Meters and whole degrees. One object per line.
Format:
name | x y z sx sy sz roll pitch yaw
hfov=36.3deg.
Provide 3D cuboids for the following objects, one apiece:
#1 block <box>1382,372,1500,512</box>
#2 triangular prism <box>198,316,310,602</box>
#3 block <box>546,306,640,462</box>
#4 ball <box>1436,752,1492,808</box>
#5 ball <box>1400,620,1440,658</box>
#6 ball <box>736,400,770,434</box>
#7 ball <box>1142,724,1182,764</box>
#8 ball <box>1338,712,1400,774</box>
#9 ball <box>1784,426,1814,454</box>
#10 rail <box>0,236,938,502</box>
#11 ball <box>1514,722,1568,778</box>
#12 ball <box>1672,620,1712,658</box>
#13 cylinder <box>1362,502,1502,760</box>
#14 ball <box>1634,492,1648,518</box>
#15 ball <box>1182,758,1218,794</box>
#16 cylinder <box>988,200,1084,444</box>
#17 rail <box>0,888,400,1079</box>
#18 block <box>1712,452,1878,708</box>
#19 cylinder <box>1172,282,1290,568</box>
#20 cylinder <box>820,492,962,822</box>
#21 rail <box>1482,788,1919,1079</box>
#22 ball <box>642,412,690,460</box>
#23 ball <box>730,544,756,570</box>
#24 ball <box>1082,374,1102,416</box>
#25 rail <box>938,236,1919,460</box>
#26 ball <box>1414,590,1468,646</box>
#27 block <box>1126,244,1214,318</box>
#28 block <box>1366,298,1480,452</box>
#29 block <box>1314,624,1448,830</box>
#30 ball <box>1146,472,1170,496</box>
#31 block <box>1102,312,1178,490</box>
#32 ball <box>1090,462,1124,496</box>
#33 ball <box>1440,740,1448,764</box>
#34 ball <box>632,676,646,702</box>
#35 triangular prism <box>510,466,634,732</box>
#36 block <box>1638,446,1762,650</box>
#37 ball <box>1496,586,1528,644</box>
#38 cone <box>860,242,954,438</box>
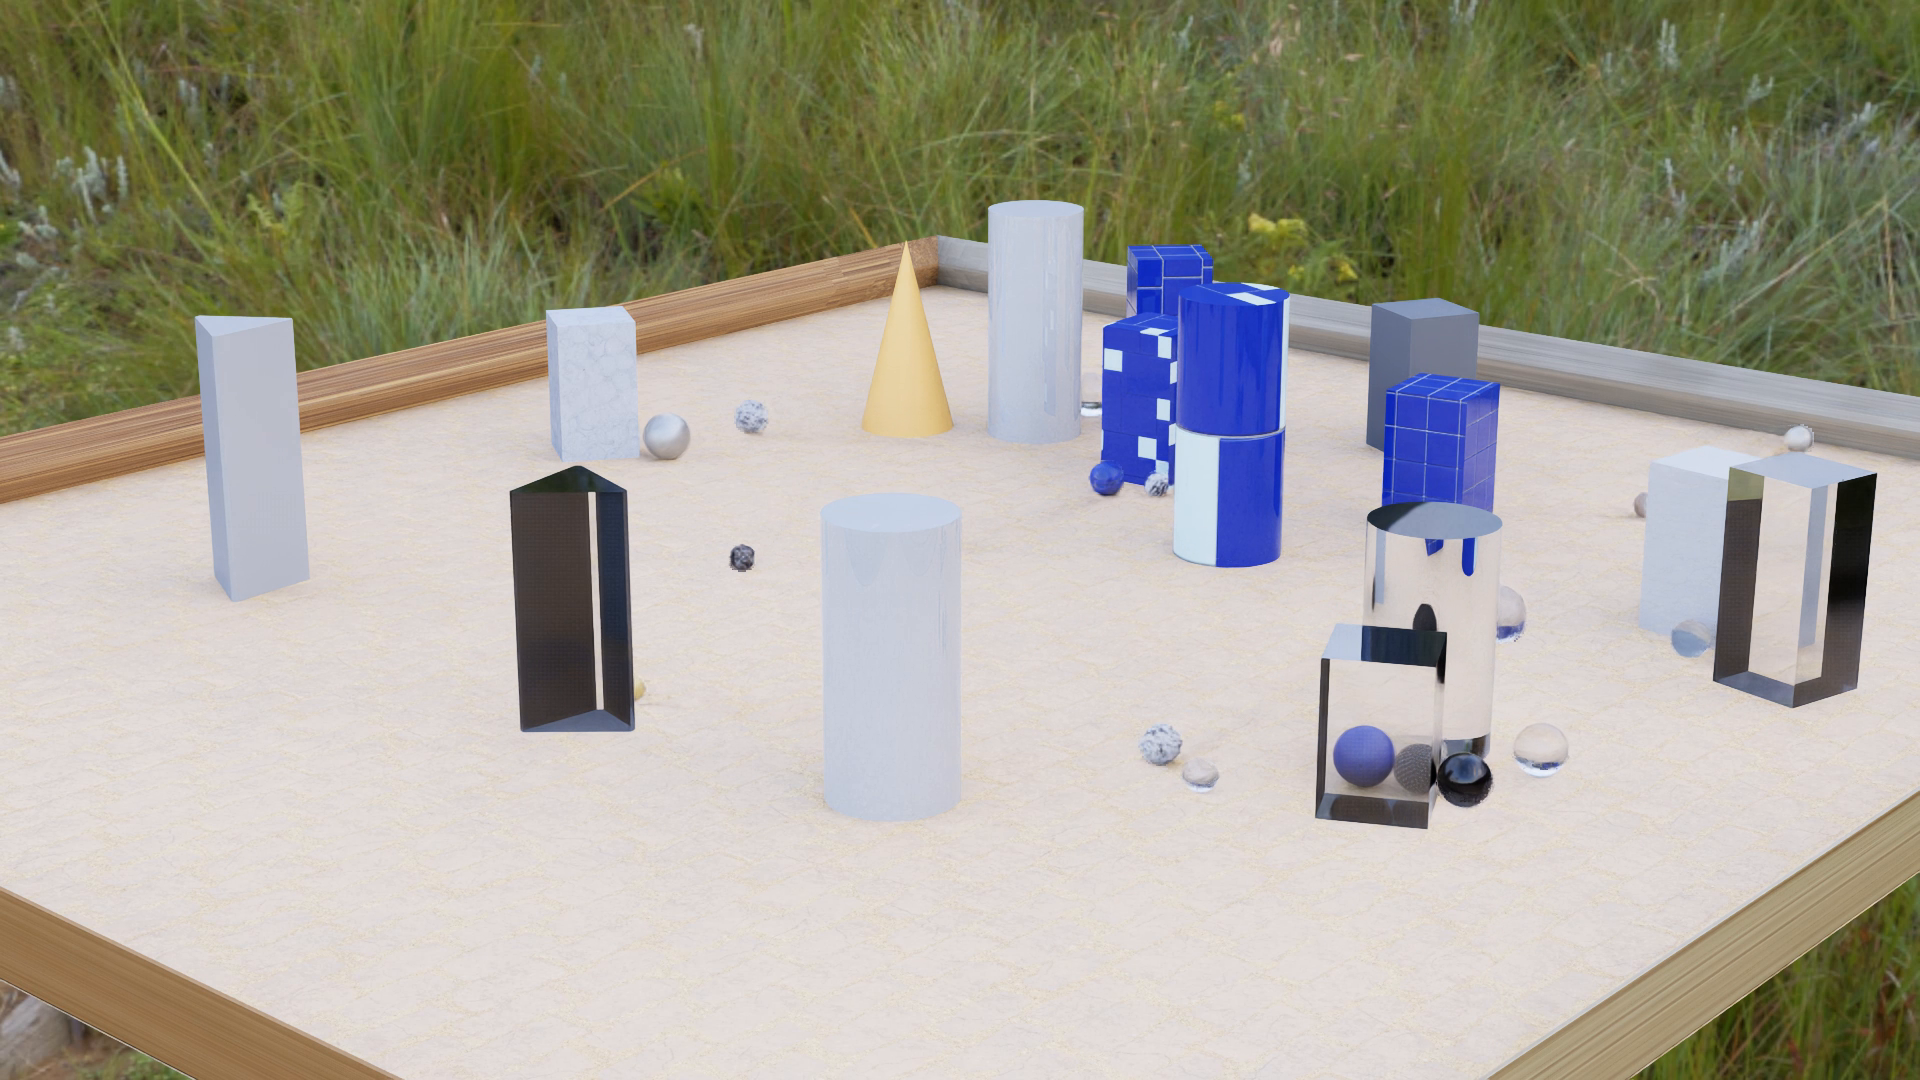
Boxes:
block | 0.896 -0.151 5.475 0.159 0.278 0.159 10 19 30
triangular prism | -1.270 -0.151 5.135 0.149 0.473 0.172 12 21 35
block | -0.755 -0.322 6.031 0.159 0.283 0.159 -5 17 -15
ball | 0.720 0.342 4.182 0.078 0.078 0.078 0 17 0
ball | 0.754 0.162 4.808 0.062 0.062 0.062 0 17 0
ball | -0.438 -0.260 6.198 0.070 0.070 0.070 0 17 0
ball | 0.299 0.302 4.348 0.060 0.060 0.060 0 17 0
ball | 0.600 0.298 4.310 0.090 0.090 0.090 0 17 0
ball | 1.727 -0.205 6.037 0.057 0.057 0.057 0 17 0
rail | -1.329 -0.301 6.225 0.045 0.129 3.926 14 22 39
ball | 0.851 0.307 4.295 0.080 0.080 0.080 0 17 0
ball | 1.199 0.162 4.808 0.063 0.063 0.063 0 17 0
cylinder | 0.700 0.140 4.374 0.198 0.354 0.198 0 17 0
ball | 1.310 -0.068 5.595 0.049 0.049 0.049 0 17 0
ball | 0.347 0.340 4.236 0.052 0.052 0.052 0 17 0
cylinder | 0.157 -0.457 6.143 0.198 0.478 0.198 0 17 0
rail | -1.271 0.455 3.718 3.567 0.129 0.045 14 22 39
block | 1.318 0.061 4.634 0.159 0.357 0.159 -12 20 -34
cylinder | 0.490 -0.209 5.313 0.198 0.482 0.198 0 17 0
cylinder | -0.097 0.165 4.169 0.198 0.426 0.198 0 17 0
rail | 1.329 0.365 4.015 0.045 0.129 3.926 14 22 39
ball | -0.600 -0.213 5.994 0.096 0.096 0.096 0 17 0
ball | -0.391 0.032 5.268 0.047 0.047 0.047 0 17 0
ball | 0.283 -0.313 6.330 0.094 0.094 0.094 0 17 0
rail | 1.271 -0.390 6.522 3.567 0.129 0.045 14 22 39
ball | 0.798 0.129 4.868 0.090 0.090 0.090 0 17 0
block | 0.443 -0.432 6.250 0.159 0.368 0.159 -1 17 -4
block | 0.951 -0.331 6.037 0.159 0.298 0.159 -7 18 -21
block | 0.599 0.263 4.166 0.159 0.240 0.159 4 17 14
ball | 0.387 -0.109 5.736 0.046 0.046 0.046 0 17 0
block | 0.393 -0.279 5.841 0.159 0.311 0.159 12 20 34
ball | 0.286 -0.120 5.739 0.066 0.066 0.066 0 17 0
ball | 0.676 0.314 4.285 0.073 0.073 0.073 0 17 0
ball | -0.515 0.233 4.607 0.041 0.041 0.041 0 17 0
triangular prism | -0.587 0.089 4.500 0.172 0.381 0.149 0 17 -1
block | 1.260 0.010 4.914 0.159 0.291 0.159 -14 22 -40
ball | 0.892 0.124 4.870 0.099 0.099 0.099 0 17 0
cone | -0.113 -0.437 6.208 0.198 0.402 0.198 0 17 0
